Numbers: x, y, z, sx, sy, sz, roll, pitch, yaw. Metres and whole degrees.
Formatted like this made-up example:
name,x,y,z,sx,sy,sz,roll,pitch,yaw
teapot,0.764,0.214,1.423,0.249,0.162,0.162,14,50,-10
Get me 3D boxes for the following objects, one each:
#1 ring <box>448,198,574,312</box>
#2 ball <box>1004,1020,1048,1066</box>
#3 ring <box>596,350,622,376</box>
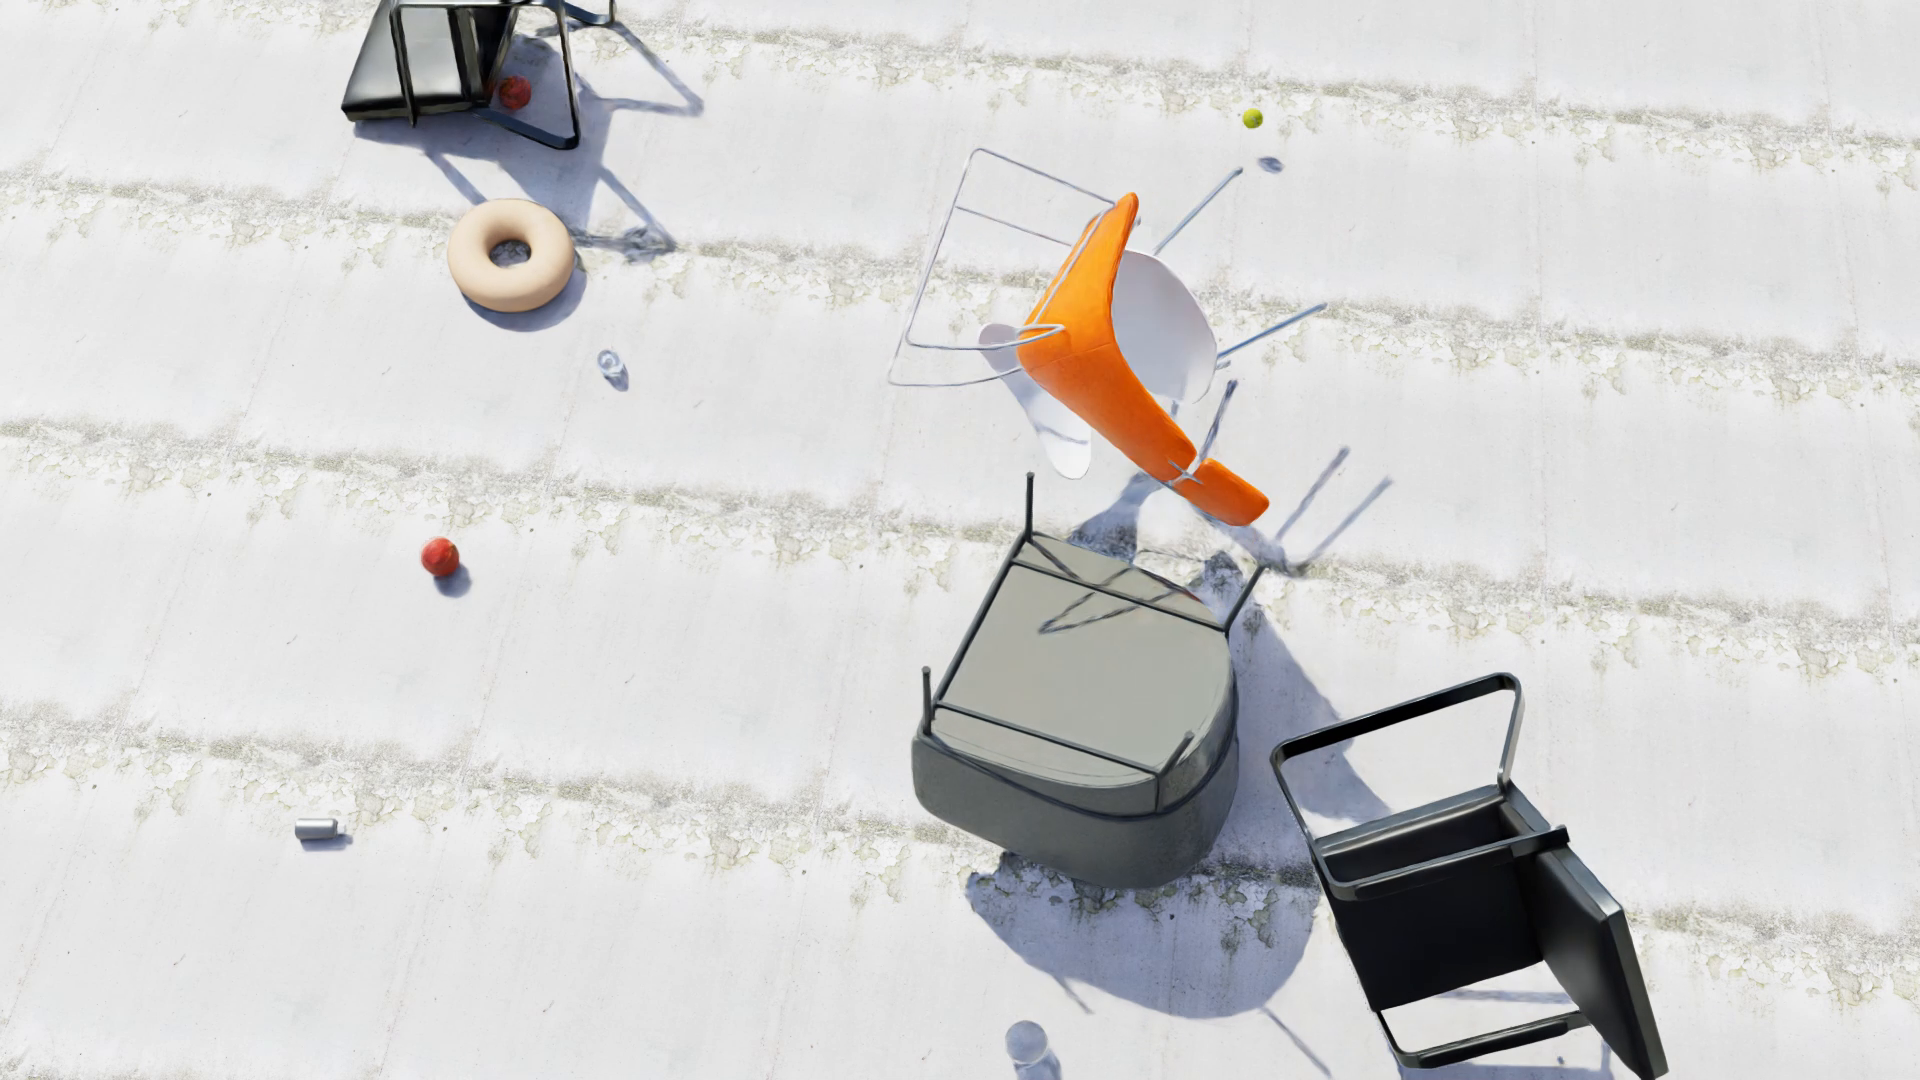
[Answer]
name,x,y,z,sx,sy,sz,roll,pitch,yaw
ring,-1.456,-0.925,7.125,0.403,0.119,0.465,-22,60,-13
ball,0.170,1.289,5.640,0.115,0.115,0.115,0,56,0
ring,-1.102,-0.559,6.919,0.075,0.018,0.148,-23,42,-10
